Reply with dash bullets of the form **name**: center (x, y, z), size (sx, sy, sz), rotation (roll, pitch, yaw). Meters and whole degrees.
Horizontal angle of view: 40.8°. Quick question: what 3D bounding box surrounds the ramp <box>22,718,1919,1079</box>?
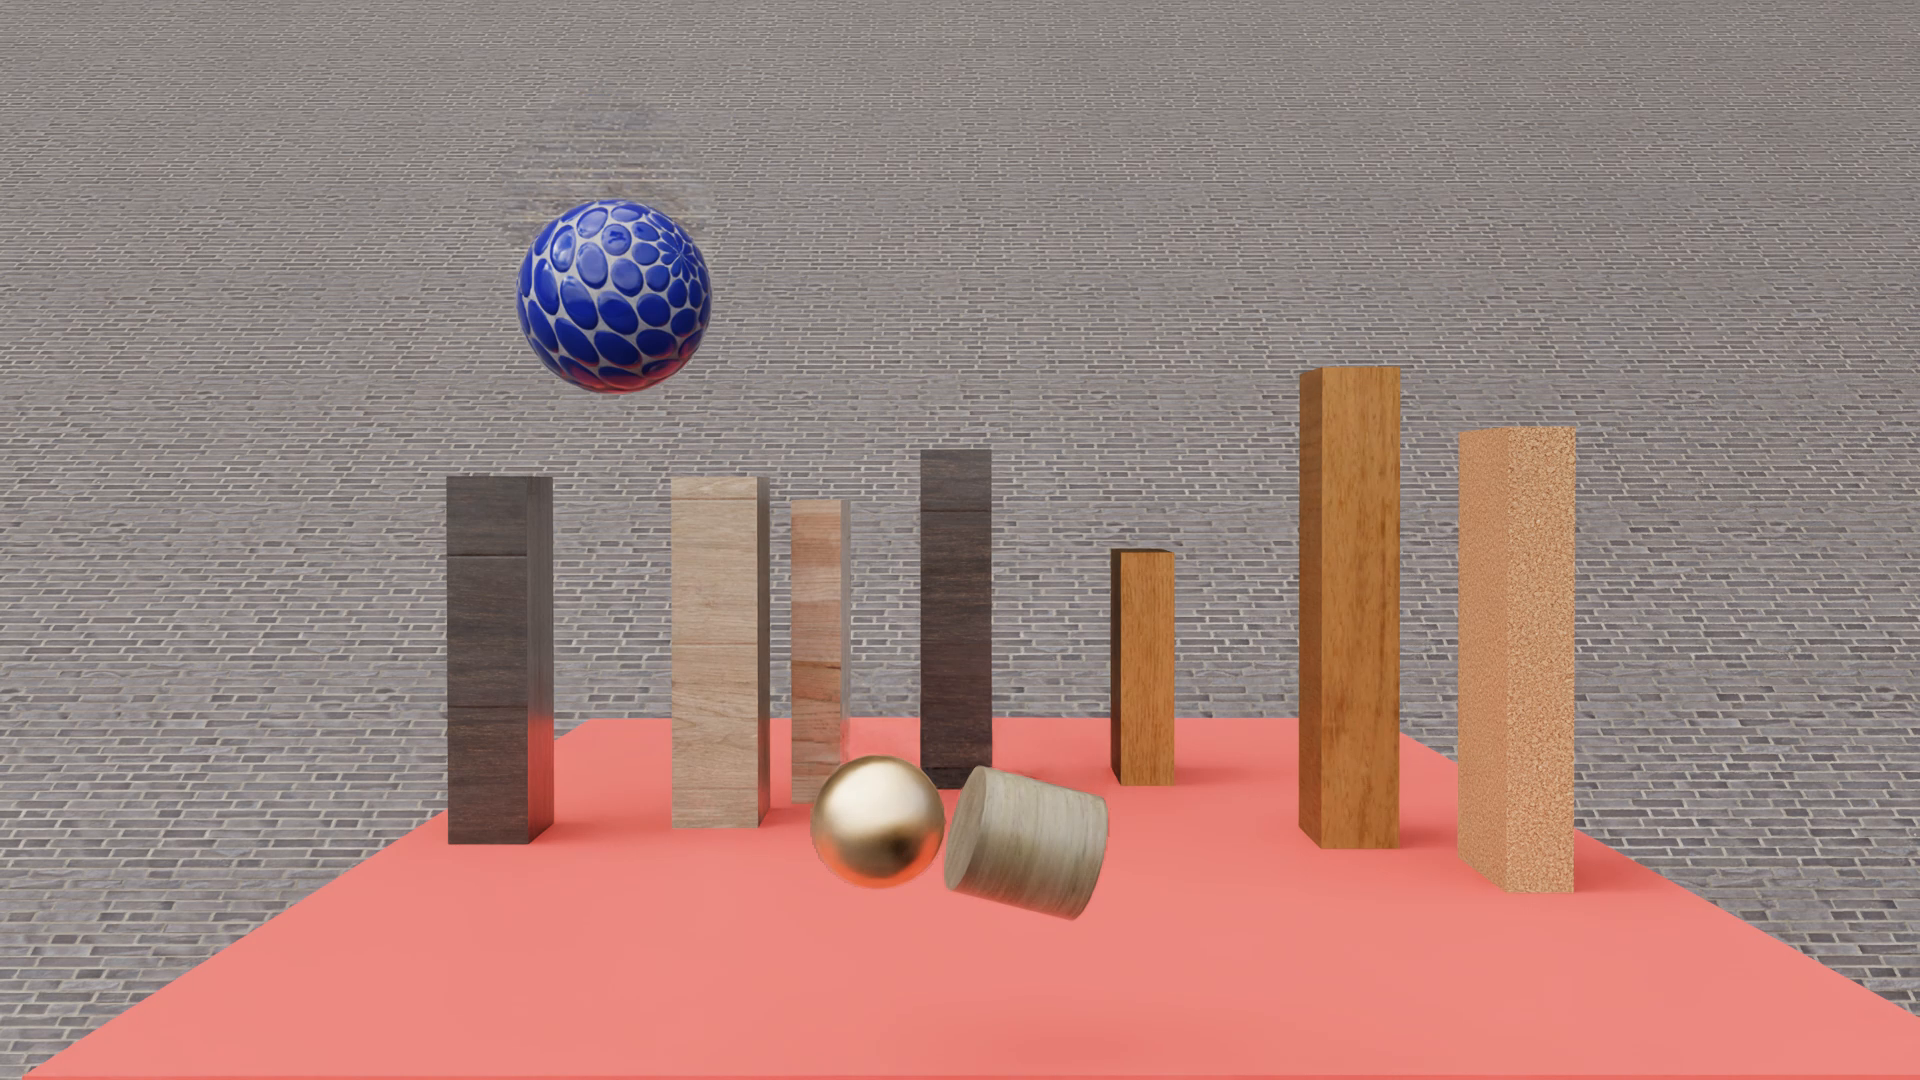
- **ramp**: center (0.060, 0.545, 4.581), size (2.000, 0.100, 4.000), rotation (0, 1, 0)

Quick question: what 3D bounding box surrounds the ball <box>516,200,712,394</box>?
- **ball**: center (-0.318, -0.224, 2.376), size (0.179, 0.179, 0.179), rotation (0, 27, 0)

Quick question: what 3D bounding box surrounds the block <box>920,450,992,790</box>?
- **block**: center (-0.008, 0.151, 5.200), size (0.138, 0.662, 0.364), rotation (0, 1, 0)

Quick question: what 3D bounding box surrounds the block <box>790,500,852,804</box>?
- **block**: center (-0.267, 0.204, 5.015), size (0.093, 0.565, 0.444), rotation (0, 1, 0)

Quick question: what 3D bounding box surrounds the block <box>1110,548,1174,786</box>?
- **block**: center (0.370, 0.251, 5.255), size (0.105, 0.460, 0.348), rotation (0, 1, 0)

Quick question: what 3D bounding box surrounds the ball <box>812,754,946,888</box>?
- **ball**: center (-0.080, 0.276, 2.534), size (0.131, 0.131, 0.131), rotation (0, 27, 0)

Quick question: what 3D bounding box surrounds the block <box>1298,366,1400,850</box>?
- **block**: center (0.650, 0.108, 4.327), size (0.127, 0.783, 0.278), rotation (0, 1, 0)

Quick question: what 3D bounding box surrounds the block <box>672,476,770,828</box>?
- **block**: center (-0.423, 0.191, 4.598), size (0.148, 0.607, 0.300), rotation (0, 1, 0)

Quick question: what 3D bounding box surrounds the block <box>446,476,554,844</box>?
- **block**: center (-0.778, 0.196, 4.385), size (0.132, 0.607, 0.275), rotation (0, 1, 0)

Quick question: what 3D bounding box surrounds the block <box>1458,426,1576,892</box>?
- **block**: center (0.840, 0.170, 3.915), size (0.097, 0.675, 0.365), rotation (0, 1, 0)

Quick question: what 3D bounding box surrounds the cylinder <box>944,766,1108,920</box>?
- **cylinder**: center (0.069, 0.320, 2.727), size (0.135, 0.135, 0.135), rotation (15, 24, -12)
